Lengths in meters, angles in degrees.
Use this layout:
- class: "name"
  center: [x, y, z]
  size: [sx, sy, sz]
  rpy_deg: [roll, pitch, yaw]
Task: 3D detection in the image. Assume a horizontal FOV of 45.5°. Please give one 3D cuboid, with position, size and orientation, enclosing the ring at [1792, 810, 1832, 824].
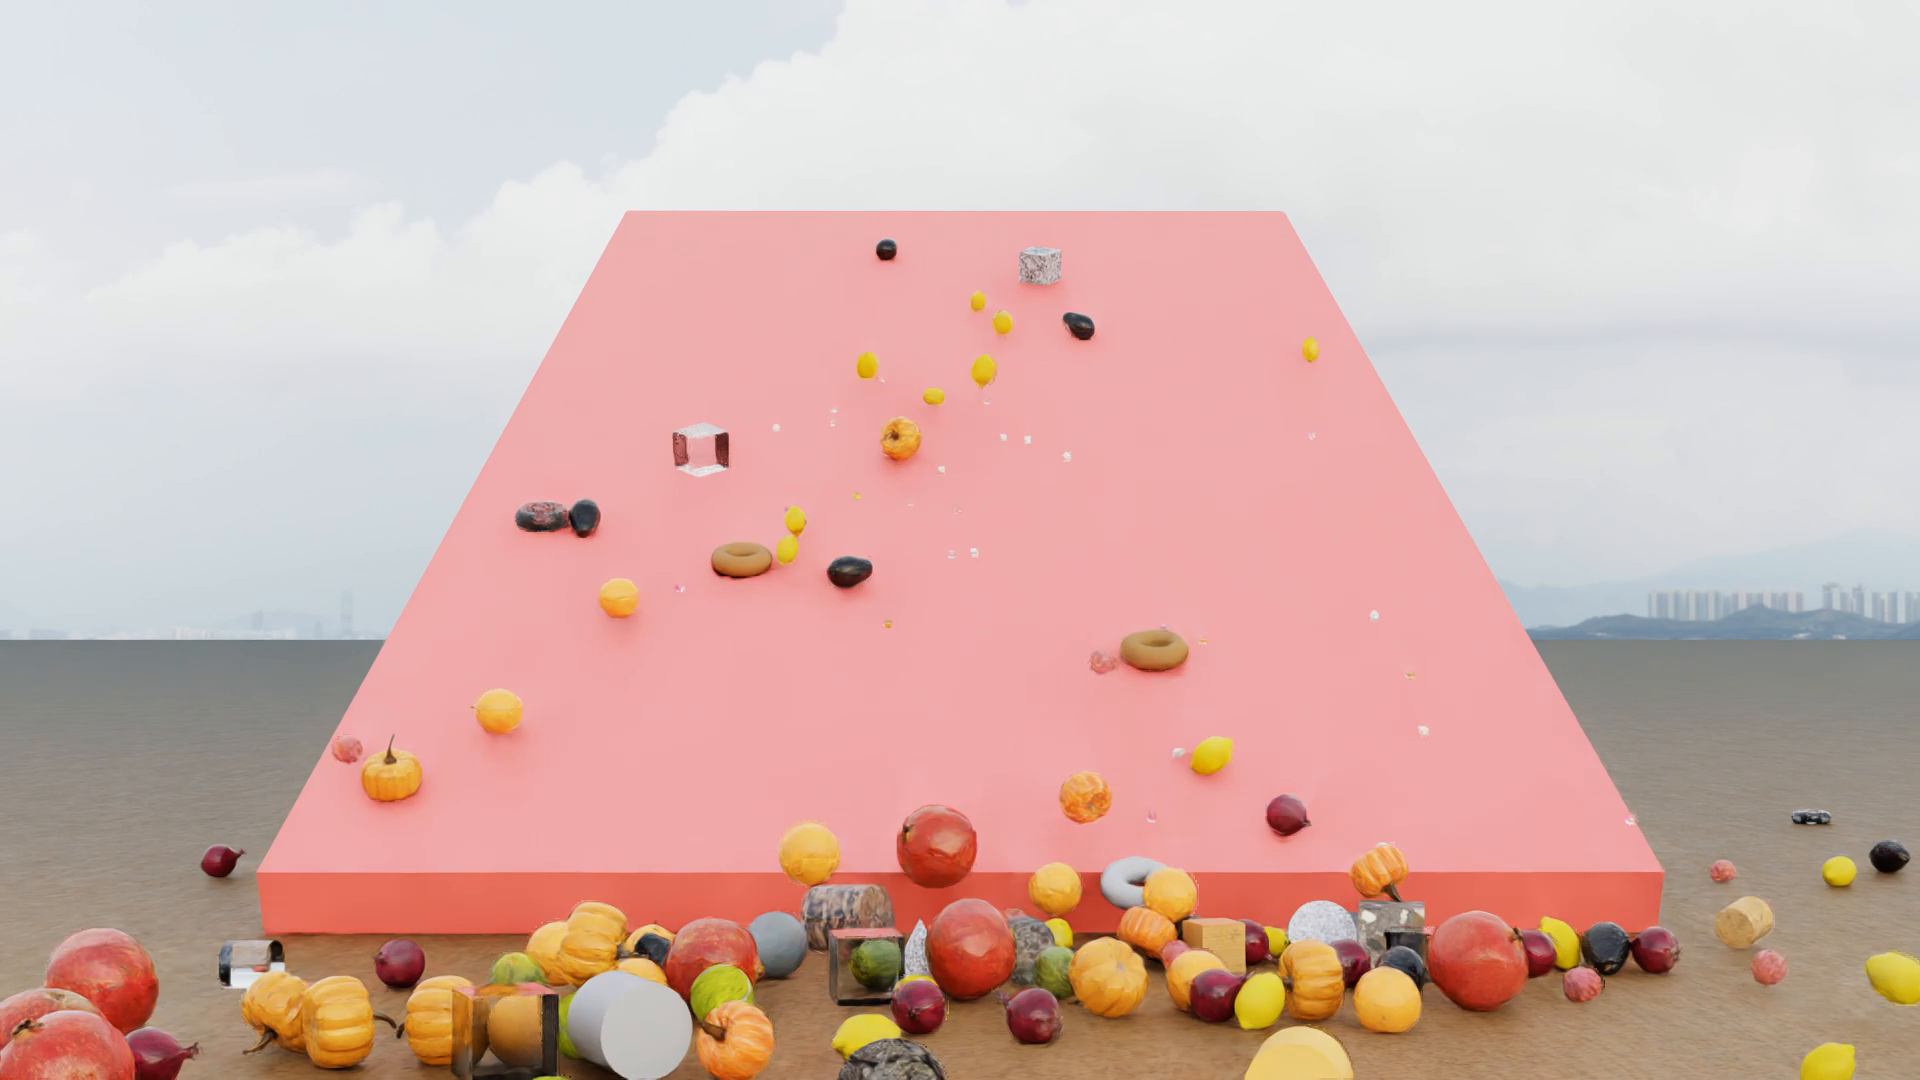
- class: "ring"
  center: [1.931, 0.628, 5.199]
  size: [0.086, 0.029, 0.086]
  rpy_deg: [-1, -1, 0]

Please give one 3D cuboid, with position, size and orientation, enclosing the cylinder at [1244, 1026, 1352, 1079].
- class: "cylinder"
  center: [0.289, 0.467, 1.961]
  size: [0.087, 0.087, 0.087]
  rpy_deg: [-1, -2, 13]

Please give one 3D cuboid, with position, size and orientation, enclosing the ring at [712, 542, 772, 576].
- class: "ring"
  center: [-0.409, 0.036, 4.301]
  size: [0.116, 0.039, 0.116]
  rpy_deg: [1, 21, 0]

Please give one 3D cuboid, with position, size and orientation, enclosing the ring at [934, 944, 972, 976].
- class: "ring"
  center: [-0.031, 0.534, 2.910]
  size: [0.092, 0.031, 0.092]
  rpy_deg: [-1, -1, 0]

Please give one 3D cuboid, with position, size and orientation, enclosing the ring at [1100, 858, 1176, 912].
- class: "ring"
  center: [0.249, 0.481, 3.200]
  size: [0.108, 0.036, 0.108]
  rpy_deg: [1, 26, 0]

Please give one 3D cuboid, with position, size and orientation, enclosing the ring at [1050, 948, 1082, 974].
- class: "ring"
  center: [0.118, 0.537, 2.926]
  size: [0.075, 0.025, 0.075]
  rpy_deg: [-3, -1, 0]

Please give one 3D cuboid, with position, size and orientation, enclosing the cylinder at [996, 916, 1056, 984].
- class: "cylinder"
  center: [0.082, 0.510, 2.849]
  size: [0.074, 0.074, 0.074]
  rpy_deg: [0, -2, 2]

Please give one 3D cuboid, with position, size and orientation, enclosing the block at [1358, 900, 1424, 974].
- class: "block"
  center: [0.554, 0.510, 2.942]
  size: [0.082, 0.082, 0.082]
  rpy_deg: [0, -2, 10]

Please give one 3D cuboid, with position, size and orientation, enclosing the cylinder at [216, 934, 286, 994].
- class: "cylinder"
  center: [-0.850, 0.509, 2.748]
  size: [0.058, 0.058, 0.058]
  rpy_deg: [12, 0, 13]

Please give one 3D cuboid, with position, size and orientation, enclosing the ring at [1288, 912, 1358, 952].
- class: "ring"
  center: [0.517, 0.535, 3.132]
  size: [0.141, 0.047, 0.141]
  rpy_deg: [0, -6, 0]

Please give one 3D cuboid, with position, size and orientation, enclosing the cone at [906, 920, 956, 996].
- class: "cone"
  center: [-0.048, 0.500, 2.770]
  size: [0.087, 0.087, 0.087]
  rpy_deg: [0, -2, 0]

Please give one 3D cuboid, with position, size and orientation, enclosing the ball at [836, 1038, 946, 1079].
- class: "ball"
  center: [-0.057, 0.461, 1.895]
  size: [0.095, 0.095, 0.095]
  rpy_deg: [0, -2, 0]

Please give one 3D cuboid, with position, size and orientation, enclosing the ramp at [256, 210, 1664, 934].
- class: "ramp"
  center: [-0.006, -0.219, 5.132]
  size: [2.000, 0.100, 4.000]
  rpy_deg: [0, 22, 0]

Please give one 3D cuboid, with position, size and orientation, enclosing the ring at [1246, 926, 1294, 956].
- class: "ring"
  center: [0.405, 0.541, 3.086]
  size: [0.093, 0.031, 0.093]
  rpy_deg: [-1, -1, 0]

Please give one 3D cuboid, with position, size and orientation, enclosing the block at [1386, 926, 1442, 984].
- class: "block"
  center: [0.567, 0.517, 2.862]
  size: [0.061, 0.061, 0.061]
  rpy_deg: [-1, -2, 20]

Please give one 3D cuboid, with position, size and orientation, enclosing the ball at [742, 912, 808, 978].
- class: "ball"
  center: [-0.231, 0.507, 2.873]
  size: [0.082, 0.082, 0.082]
  rpy_deg: [0, -2, 0]

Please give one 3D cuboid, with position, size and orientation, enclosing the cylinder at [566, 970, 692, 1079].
- class: "cylinder"
  center: [-0.324, 0.475, 2.245]
  size: [0.094, 0.094, 0.094]
  rpy_deg: [1, -3, -30]

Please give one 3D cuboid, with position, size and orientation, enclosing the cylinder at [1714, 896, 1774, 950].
- class: "cylinder"
  center: [1.074, 0.524, 3.141]
  size: [0.058, 0.058, 0.058]
  rpy_deg: [-15, 9, -44]

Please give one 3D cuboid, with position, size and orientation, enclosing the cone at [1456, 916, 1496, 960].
- class: "cone"
  center: [0.688, 0.528, 3.058]
  size: [0.055, 0.055, 0.055]
  rpy_deg: [0, -2, 0]

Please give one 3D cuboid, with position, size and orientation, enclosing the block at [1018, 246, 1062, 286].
- class: "block"
  center: [0.217, -0.742, 6.204]
  size: [0.083, 0.083, 0.083]
  rpy_deg: [13, 25, 30]

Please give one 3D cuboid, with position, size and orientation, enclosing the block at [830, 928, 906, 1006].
- class: "block"
  center: [-0.110, 0.501, 2.692]
  size: [0.078, 0.078, 0.078]
  rpy_deg: [0, -2, -11]

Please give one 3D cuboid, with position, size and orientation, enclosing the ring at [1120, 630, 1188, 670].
- class: "ring"
  center: [0.333, 0.188, 3.921]
  size: [0.117, 0.039, 0.117]
  rpy_deg: [0, 20, 0]

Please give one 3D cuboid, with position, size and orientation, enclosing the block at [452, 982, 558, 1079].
- class: "block"
  center: [-0.444, 0.480, 2.231]
  size: [0.083, 0.083, 0.083]
  rpy_deg: [1, -3, -26]

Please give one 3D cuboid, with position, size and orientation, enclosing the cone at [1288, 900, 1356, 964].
- class: "cone"
  center: [0.478, 0.535, 3.035]
  size: [0.088, 0.088, 0.088]
  rpy_deg: [0, -29, 7]

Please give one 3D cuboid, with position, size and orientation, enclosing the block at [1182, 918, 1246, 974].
- class: "block"
  center: [0.326, 0.521, 2.945]
  size: [0.060, 0.060, 0.060]
  rpy_deg: [1, -2, -20]

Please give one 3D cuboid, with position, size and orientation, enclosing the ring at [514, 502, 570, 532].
- class: "ring"
  center: [-0.823, -0.046, 4.511]
  size: [0.109, 0.036, 0.109]
  rpy_deg: [1, 21, 0]

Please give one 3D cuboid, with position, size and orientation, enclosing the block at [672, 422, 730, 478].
- class: "block"
  center: [-0.544, -0.189, 4.808]
  size: [0.082, 0.082, 0.082]
  rpy_deg: [-19, 29, -40]
